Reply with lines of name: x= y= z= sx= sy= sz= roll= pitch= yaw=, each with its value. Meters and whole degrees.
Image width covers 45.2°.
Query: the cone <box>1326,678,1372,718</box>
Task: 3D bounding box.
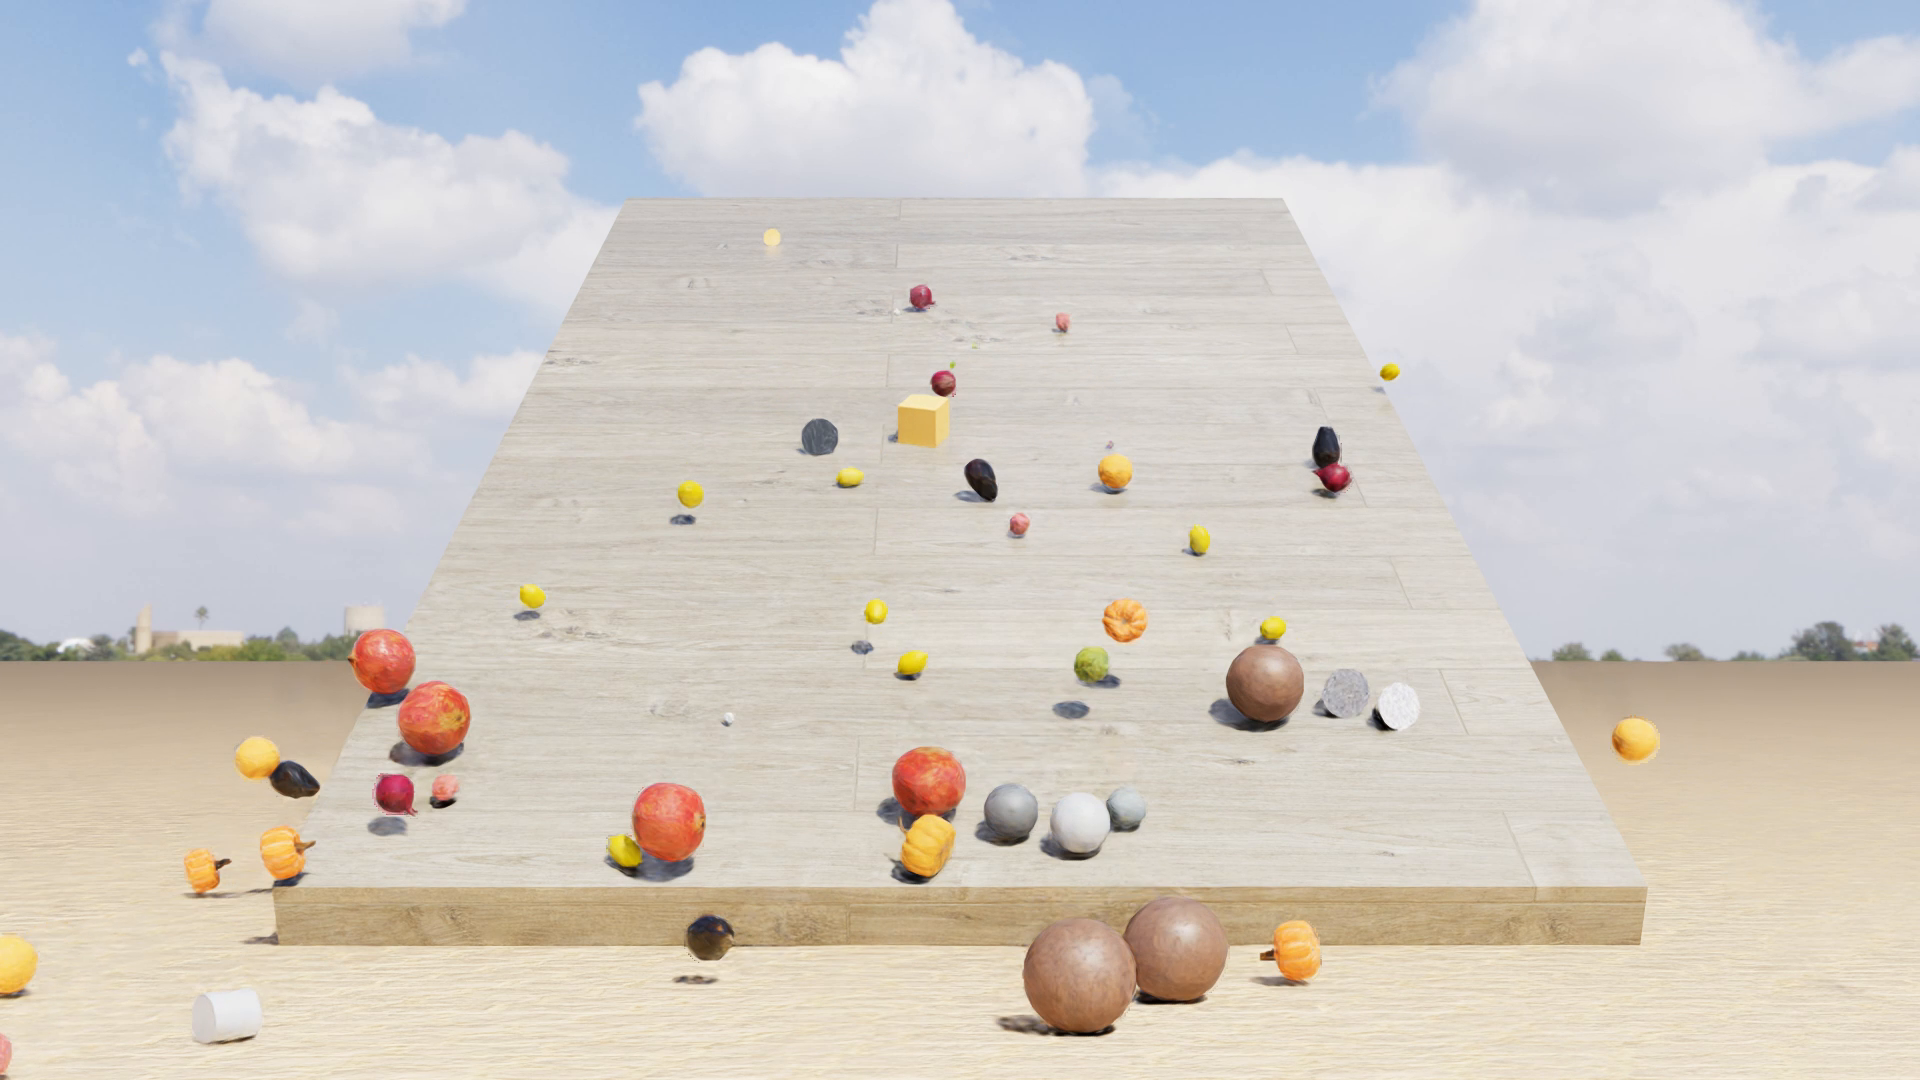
cone: x=0.636 y=0.252 z=3.887 sx=0.083 sy=0.083 sz=0.083 roll=1 pitch=20 yaw=-22

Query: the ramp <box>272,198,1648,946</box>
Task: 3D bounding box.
ramp: x=-0.007 y=-0.225 z=5.217 sx=2.000 sy=0.100 sz=4.000 roll=0 pitch=23 yaw=0

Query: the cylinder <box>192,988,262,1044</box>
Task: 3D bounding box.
cylinder: x=-0.811 y=0.526 z=2.550 sx=0.055 sy=0.055 sz=0.055 roll=-3 pitch=-4 yaw=44

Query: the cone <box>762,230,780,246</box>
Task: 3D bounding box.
cone: x=-0.528 y=-0.852 z=6.551 sx=0.050 sy=0.050 sz=0.050 roll=-1 pitch=7 yaw=14

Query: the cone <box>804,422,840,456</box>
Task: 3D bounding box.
cone: x=-0.307 y=-0.220 z=5.028 sx=0.081 sy=0.081 sz=0.081 roll=1 pitch=8 yaw=-13

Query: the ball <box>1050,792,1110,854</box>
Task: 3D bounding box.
ball: x=0.179 y=0.421 z=3.436 sx=0.090 sy=0.090 sz=0.090 roll=0 pitch=-3 yaw=0

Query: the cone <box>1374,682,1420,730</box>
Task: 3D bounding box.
cone: x=0.711 y=0.278 z=3.849 sx=0.078 sy=0.078 sz=0.078 roll=1 pitch=-6 yaw=-23

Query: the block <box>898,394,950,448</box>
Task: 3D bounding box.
block: x=-0.080 y=-0.262 z=5.063 sx=0.087 sy=0.087 sz=0.087 roll=8 pitch=24 yaw=18

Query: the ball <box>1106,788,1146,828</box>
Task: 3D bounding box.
ball: x=0.252 y=0.407 z=3.507 sx=0.062 sy=0.062 sz=0.062 roll=0 pitch=-3 yaw=0

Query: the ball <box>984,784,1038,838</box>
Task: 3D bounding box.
ball: x=0.077 y=0.408 z=3.475 sx=0.083 sy=0.083 sz=0.083 roll=0 pitch=-3 yaw=0
